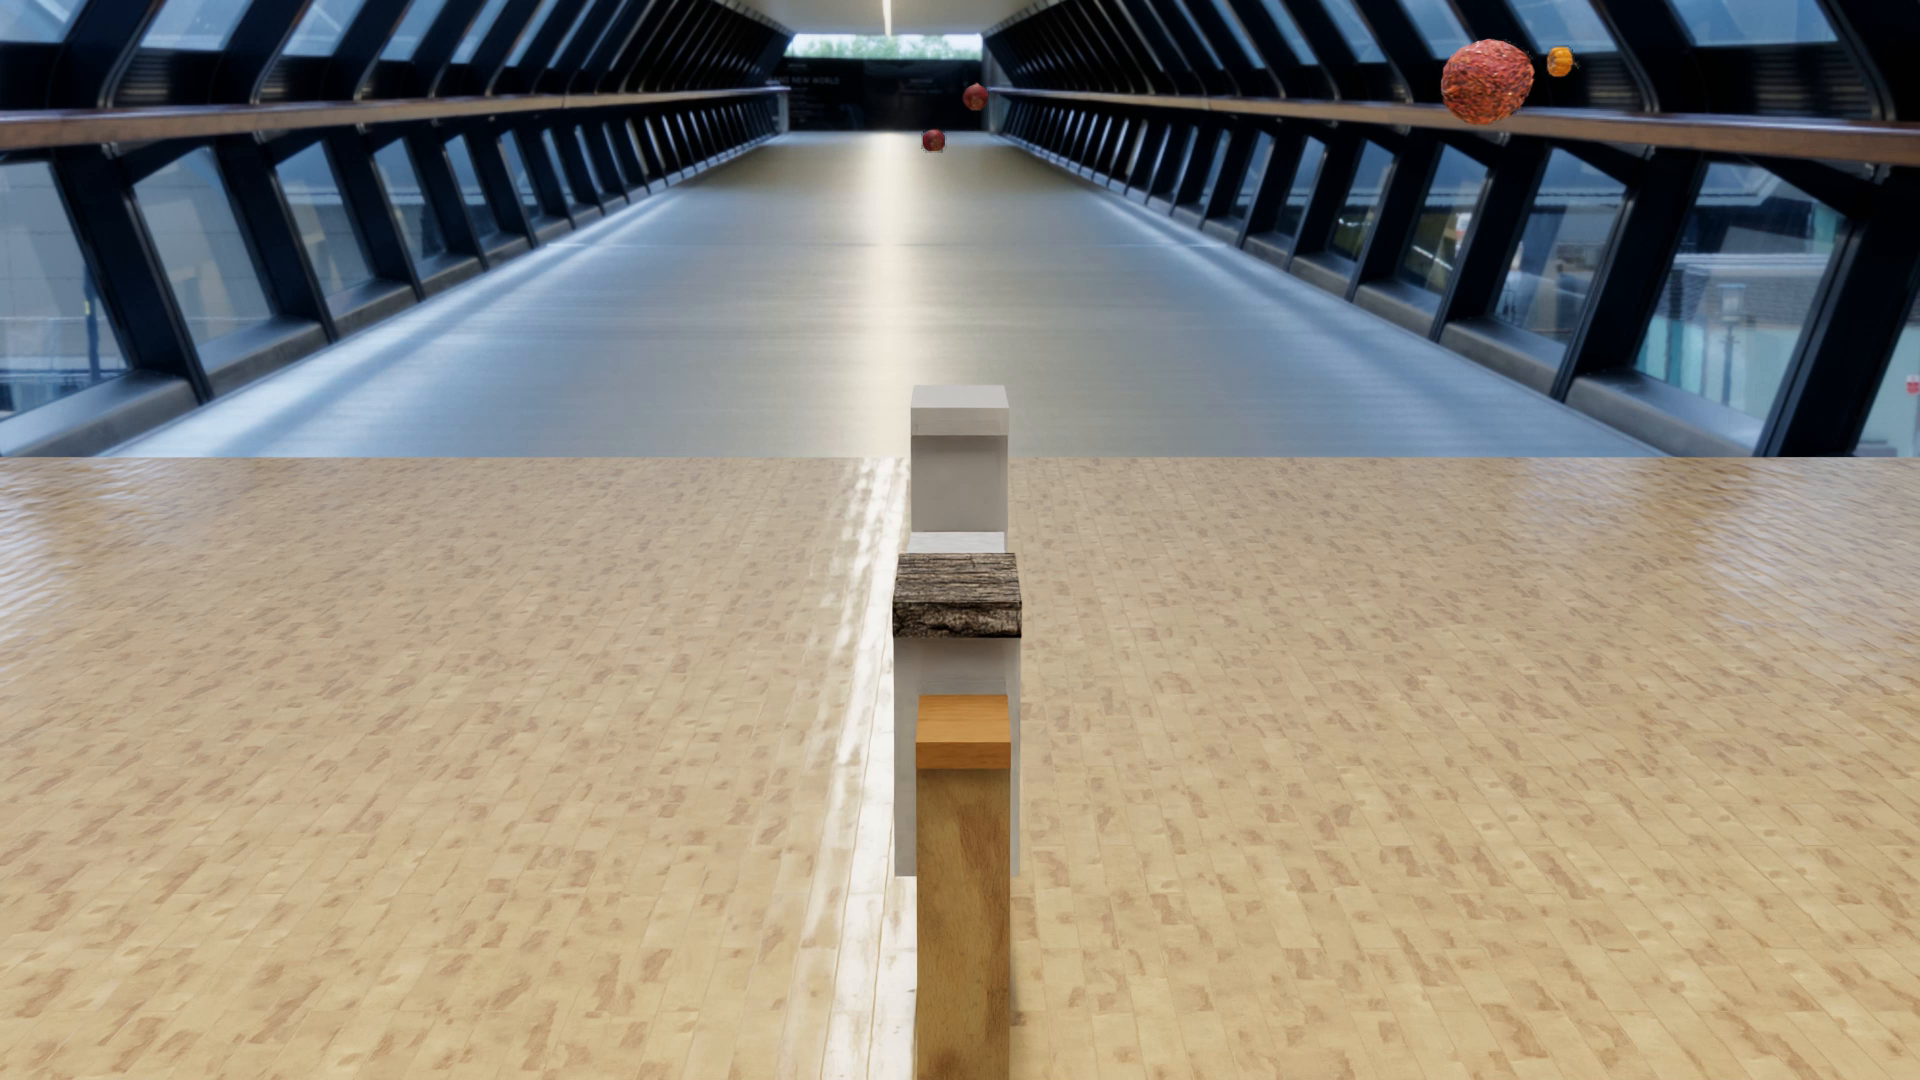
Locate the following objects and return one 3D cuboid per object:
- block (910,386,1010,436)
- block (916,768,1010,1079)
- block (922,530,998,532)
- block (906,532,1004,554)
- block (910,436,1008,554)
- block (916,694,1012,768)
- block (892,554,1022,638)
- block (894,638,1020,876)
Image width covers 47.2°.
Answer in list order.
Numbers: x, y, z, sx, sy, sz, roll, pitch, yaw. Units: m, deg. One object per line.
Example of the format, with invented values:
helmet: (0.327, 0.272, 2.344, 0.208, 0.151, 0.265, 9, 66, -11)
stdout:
block: (-0.001, -0.238, 4.008, 0.172, 0.049, 0.344, 0, 11, 0)
block: (0.004, 0.509, 2.818, 0.118, 0.471, 0.034, 0, 11, 0)
block: (0.001, 0.026, 3.741, 0.132, 0.037, 0.264, 0, 11, 0)
block: (-0.006, 0.036, 3.450, 0.152, 0.043, 0.304, 0, 10, 1)
block: (-0.001, -0.024, 3.930, 0.172, 0.344, 0.049, 0, 11, 0)
block: (0.004, 0.246, 2.849, 0.118, 0.034, 0.237, 0, 11, 0)
block: (-0.004, 0.075, 3.119, 0.174, 0.049, 0.347, 0, 11, 0)
block: (-0.004, 0.291, 3.042, 0.174, 0.347, 0.049, 0, 11, 0)
